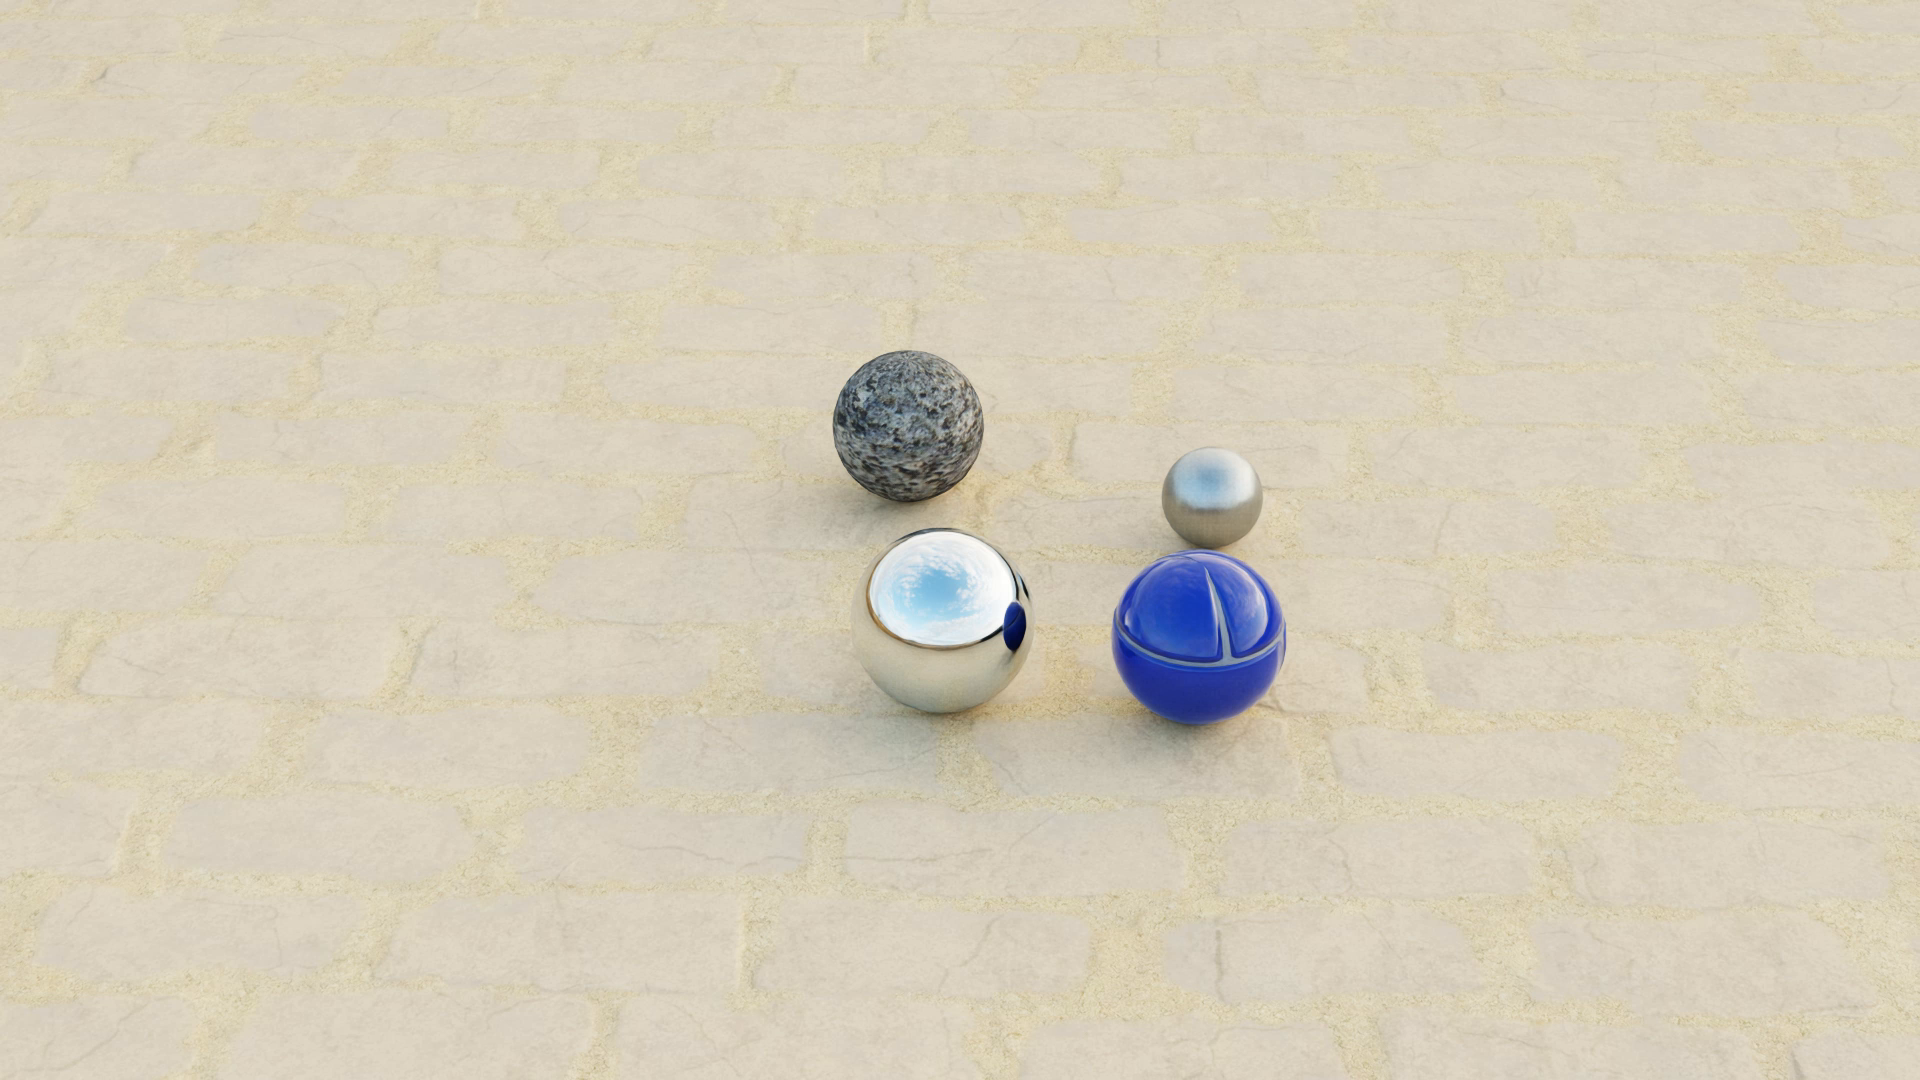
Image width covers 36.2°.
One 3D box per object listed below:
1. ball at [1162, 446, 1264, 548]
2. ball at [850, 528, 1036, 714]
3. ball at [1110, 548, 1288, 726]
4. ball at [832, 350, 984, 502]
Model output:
[{"bbox_3d":[0.136,-0.023,1.580,0.055,0.055,0.055,0,33,0],"label":"ball"},{"bbox_3d":[-0.009,0.039,1.450,0.092,0.092,0.092,0,33,0],"label":"ball"},{"bbox_3d":[0.117,0.048,1.442,0.086,0.086,0.086,0,33,0],"label":"ball"},{"bbox_3d":[-0.028,-0.063,1.615,0.083,0.083,0.083,0,33,0],"label":"ball"}]
